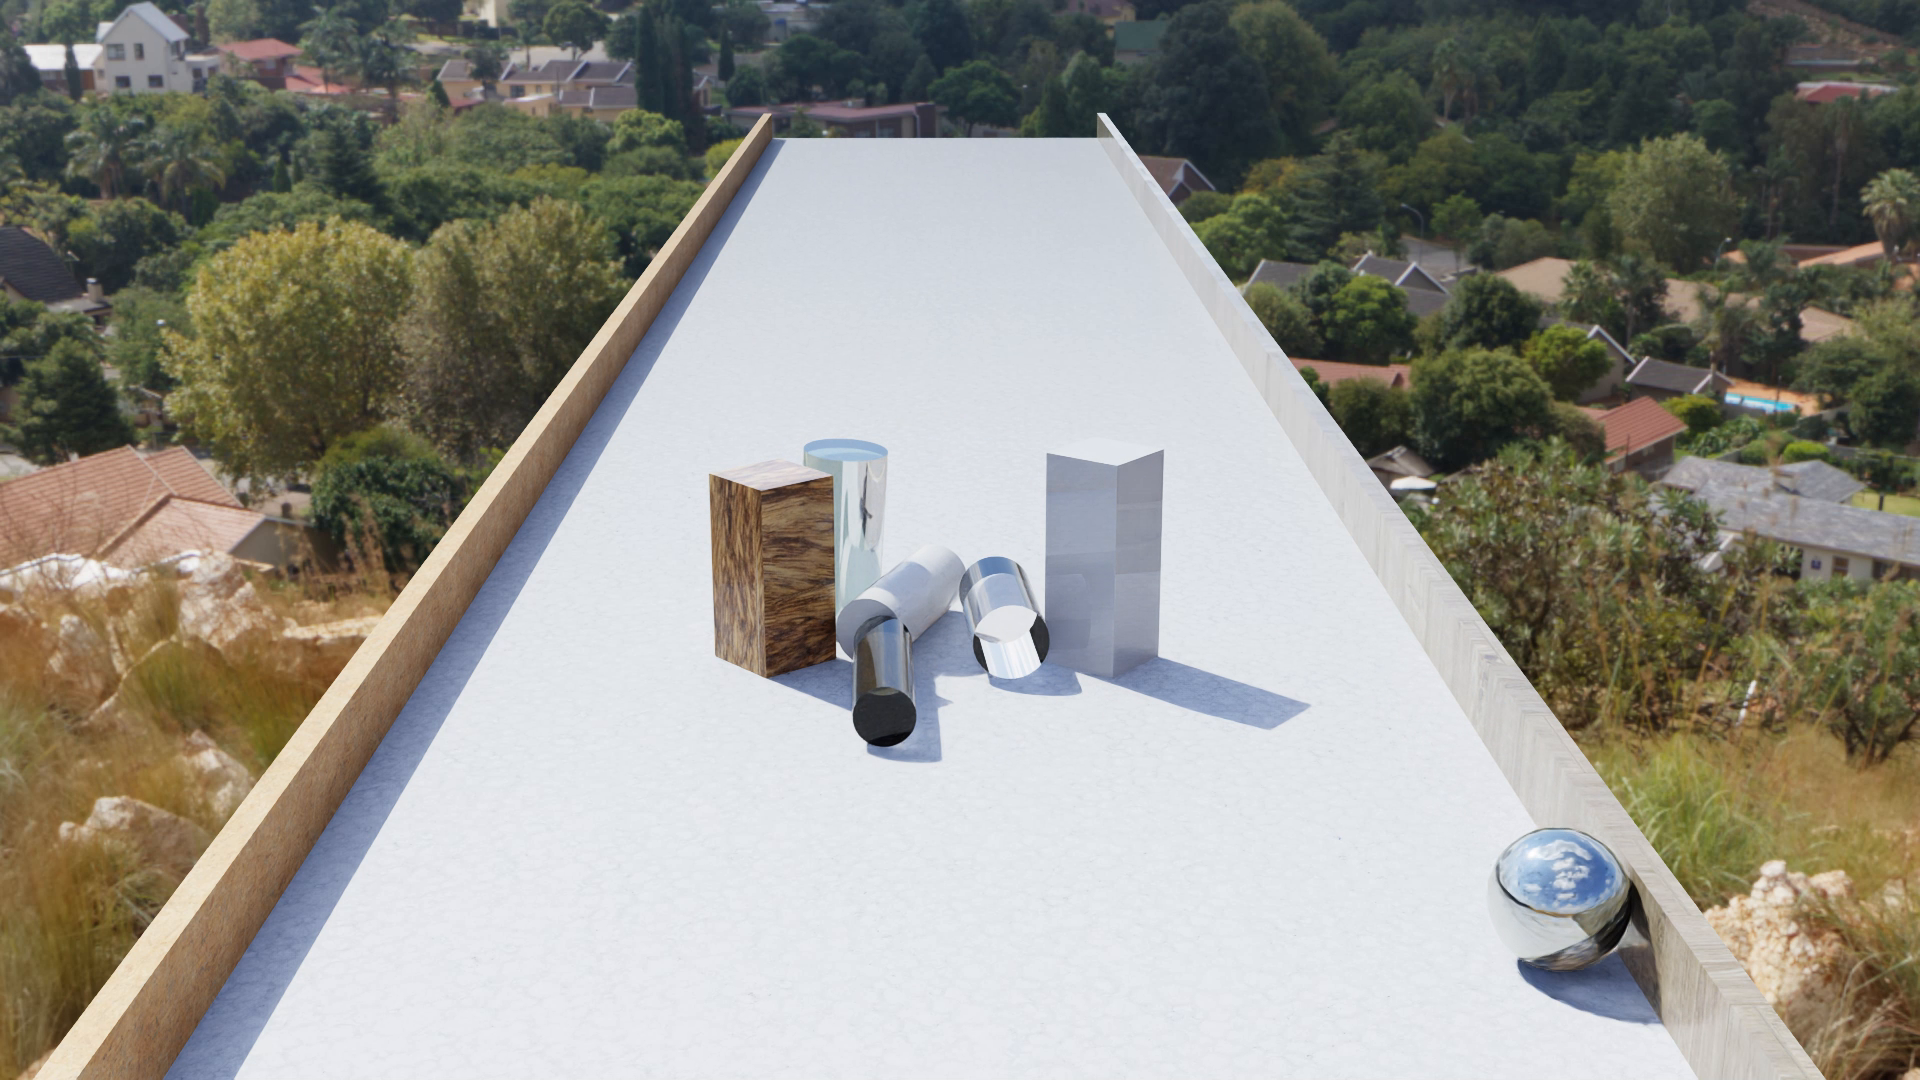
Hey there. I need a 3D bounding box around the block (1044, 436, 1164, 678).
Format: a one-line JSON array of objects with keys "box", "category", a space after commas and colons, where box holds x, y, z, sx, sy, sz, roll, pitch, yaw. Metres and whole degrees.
[{"box": [0.285, 0.032, 4.363, 0.165, 0.431, 0.165, 12, 21, 36], "category": "block"}]

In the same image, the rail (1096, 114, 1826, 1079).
[{"box": [0.932, -0.844, 7.801, 0.050, 0.150, 12.000, 0, 17, -1], "category": "rail"}]

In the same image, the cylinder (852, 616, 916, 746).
[{"box": [-0.144, 0.261, 4.143, 0.116, 0.116, 0.401, -1, 17, -2], "category": "cylinder"}]

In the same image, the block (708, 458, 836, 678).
[{"box": [-0.372, 0.054, 4.376, 0.174, 0.382, 0.174, -14, 22, -39], "category": "block"}]

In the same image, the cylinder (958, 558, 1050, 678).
[{"box": [0.087, 0.153, 4.448, 0.152, 0.152, 0.328, -1, 16, -5], "category": "cylinder"}]

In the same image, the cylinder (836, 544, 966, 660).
[{"box": [-0.116, 0.131, 4.535, 0.143, 0.143, 0.395, 6, 17, 18], "category": "cylinder"}]

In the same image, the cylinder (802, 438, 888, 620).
[{"box": [-0.247, -0.009, 4.585, 0.175, 0.372, 0.175, 4, 18, -1], "category": "cylinder"}]

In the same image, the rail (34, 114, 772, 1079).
[{"box": [-1.118, -0.838, 7.780, 0.050, 0.150, 12.000, 0, 17, -1], "category": "rail"}]

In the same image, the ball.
[{"box": [0.857, 0.513, 3.148, 0.202, 0.202, 0.202, 0, 17, 0], "category": "ball"}]
